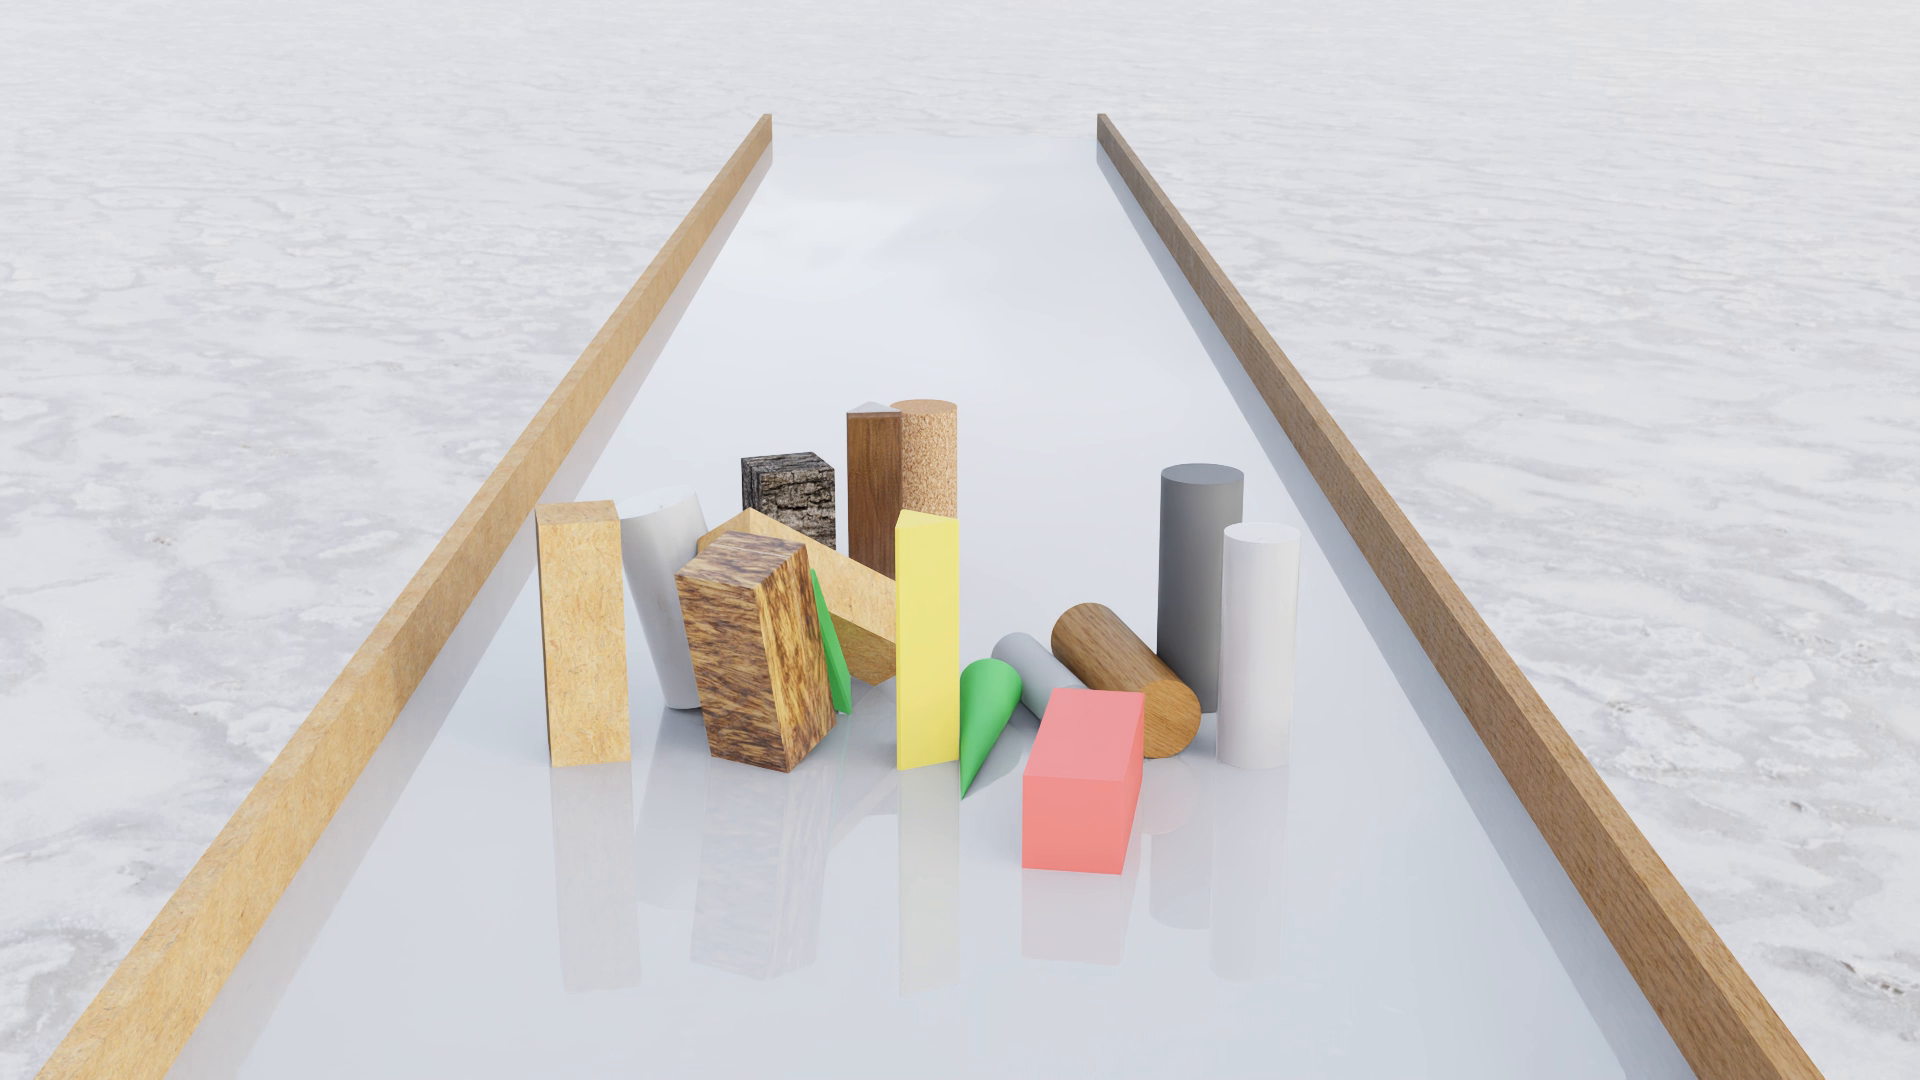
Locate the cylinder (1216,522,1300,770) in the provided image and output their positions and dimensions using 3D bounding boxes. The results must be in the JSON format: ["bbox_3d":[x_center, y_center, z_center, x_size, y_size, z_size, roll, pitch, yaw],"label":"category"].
[{"bbox_3d":[0.524,0.186,3.873,0.133,0.416,0.133,0,17,0],"label":"cylinder"}]

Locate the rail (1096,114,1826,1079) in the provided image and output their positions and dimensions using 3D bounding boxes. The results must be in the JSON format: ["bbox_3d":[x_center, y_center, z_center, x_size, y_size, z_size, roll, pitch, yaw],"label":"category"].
[{"bbox_3d":[0.932,-0.844,7.801,0.050,0.150,12.000,0,17,-1],"label":"rail"}]

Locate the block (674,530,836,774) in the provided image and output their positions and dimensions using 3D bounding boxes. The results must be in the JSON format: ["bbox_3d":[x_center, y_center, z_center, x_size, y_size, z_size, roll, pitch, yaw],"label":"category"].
[{"bbox_3d":[-0.355,0.196,3.862,0.164,0.375,0.164,9,33,28],"label":"block"}]

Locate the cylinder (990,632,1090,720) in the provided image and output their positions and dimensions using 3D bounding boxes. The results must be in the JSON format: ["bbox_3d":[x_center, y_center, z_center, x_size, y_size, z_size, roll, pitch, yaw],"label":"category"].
[{"bbox_3d":[0.156,0.270,4.138,0.103,0.103,0.308,-5,17,-17],"label":"cylinder"}]

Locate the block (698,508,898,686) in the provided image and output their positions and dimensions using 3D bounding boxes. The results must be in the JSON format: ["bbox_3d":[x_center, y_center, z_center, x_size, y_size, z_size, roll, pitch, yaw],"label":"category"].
[{"bbox_3d":[-0.273,0.112,4.126,0.141,0.141,0.457,-29,-40,33],"label":"block"}]

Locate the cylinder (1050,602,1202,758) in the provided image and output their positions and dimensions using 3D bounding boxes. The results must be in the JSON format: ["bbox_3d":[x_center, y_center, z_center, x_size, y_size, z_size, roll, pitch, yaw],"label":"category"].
[{"bbox_3d":[0.303,0.255,4.108,0.148,0.148,0.452,-4,17,-13],"label":"cylinder"}]

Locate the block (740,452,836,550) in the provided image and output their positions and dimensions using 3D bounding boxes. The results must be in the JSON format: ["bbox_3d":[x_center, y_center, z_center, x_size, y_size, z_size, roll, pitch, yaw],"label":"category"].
[{"bbox_3d":[-0.341,0.038,4.403,0.149,0.396,0.149,-6,18,-20],"label":"block"}]

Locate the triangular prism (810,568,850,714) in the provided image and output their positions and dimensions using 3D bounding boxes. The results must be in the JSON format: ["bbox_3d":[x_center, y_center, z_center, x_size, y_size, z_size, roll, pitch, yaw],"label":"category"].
[{"bbox_3d":[-0.254,0.182,4.034,0.091,0.335,0.078,17,57,22],"label":"triangular prism"}]

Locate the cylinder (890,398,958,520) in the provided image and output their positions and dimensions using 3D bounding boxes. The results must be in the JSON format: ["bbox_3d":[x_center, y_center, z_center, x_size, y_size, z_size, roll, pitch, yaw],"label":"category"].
[{"bbox_3d":[-0.081,-0.105,4.893,0.150,0.392,0.150,0,17,0],"label":"cylinder"}]

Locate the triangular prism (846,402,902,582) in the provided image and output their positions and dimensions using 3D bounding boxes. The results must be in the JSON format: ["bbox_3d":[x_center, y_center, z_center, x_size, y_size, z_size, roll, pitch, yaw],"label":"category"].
[{"bbox_3d":[-0.183,-0.063,4.648,0.113,0.450,0.098,-2,17,-7],"label":"triangular prism"}]

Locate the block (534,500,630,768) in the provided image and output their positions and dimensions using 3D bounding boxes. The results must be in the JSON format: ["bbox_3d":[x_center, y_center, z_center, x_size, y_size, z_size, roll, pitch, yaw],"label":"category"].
[{"bbox_3d":[-0.668,0.165,3.894,0.138,0.444,0.138,-4,17,-13],"label":"block"}]

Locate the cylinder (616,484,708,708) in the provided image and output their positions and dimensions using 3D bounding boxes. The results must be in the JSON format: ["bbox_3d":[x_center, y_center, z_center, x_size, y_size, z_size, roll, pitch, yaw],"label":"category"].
[{"bbox_3d":[-0.526,0.107,4.139,0.174,0.384,0.174,-14,17,4],"label":"cylinder"}]

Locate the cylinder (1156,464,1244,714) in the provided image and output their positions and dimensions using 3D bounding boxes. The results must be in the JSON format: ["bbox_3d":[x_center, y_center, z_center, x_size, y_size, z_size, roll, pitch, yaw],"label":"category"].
[{"bbox_3d":[0.450,0.091,4.139,0.153,0.446,0.153,0,17,0],"label":"cylinder"}]

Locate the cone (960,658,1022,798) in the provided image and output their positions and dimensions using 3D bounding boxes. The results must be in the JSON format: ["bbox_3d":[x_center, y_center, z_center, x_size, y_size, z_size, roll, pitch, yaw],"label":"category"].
[{"bbox_3d":[0.030,0.359,3.915,0.120,0.120,0.404,2,25,8],"label":"cone"}]

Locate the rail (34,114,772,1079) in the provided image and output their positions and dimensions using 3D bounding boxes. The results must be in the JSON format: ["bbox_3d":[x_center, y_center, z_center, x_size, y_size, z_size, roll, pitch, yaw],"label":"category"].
[{"bbox_3d":[-1.118,-0.838,7.780,0.050,0.150,12.000,0,17,-1],"label":"rail"}]

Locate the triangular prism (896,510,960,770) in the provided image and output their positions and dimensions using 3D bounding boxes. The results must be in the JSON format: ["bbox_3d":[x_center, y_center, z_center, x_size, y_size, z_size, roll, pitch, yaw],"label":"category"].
[{"bbox_3d":[-0.077,0.172,3.873,0.119,0.442,0.103,-8,18,-25],"label":"triangular prism"}]

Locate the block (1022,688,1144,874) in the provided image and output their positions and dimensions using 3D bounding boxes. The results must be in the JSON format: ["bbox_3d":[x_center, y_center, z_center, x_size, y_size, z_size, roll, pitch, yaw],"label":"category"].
[{"bbox_3d":[0.208,0.391,3.634,0.158,0.158,0.397,3,17,9],"label":"block"}]
